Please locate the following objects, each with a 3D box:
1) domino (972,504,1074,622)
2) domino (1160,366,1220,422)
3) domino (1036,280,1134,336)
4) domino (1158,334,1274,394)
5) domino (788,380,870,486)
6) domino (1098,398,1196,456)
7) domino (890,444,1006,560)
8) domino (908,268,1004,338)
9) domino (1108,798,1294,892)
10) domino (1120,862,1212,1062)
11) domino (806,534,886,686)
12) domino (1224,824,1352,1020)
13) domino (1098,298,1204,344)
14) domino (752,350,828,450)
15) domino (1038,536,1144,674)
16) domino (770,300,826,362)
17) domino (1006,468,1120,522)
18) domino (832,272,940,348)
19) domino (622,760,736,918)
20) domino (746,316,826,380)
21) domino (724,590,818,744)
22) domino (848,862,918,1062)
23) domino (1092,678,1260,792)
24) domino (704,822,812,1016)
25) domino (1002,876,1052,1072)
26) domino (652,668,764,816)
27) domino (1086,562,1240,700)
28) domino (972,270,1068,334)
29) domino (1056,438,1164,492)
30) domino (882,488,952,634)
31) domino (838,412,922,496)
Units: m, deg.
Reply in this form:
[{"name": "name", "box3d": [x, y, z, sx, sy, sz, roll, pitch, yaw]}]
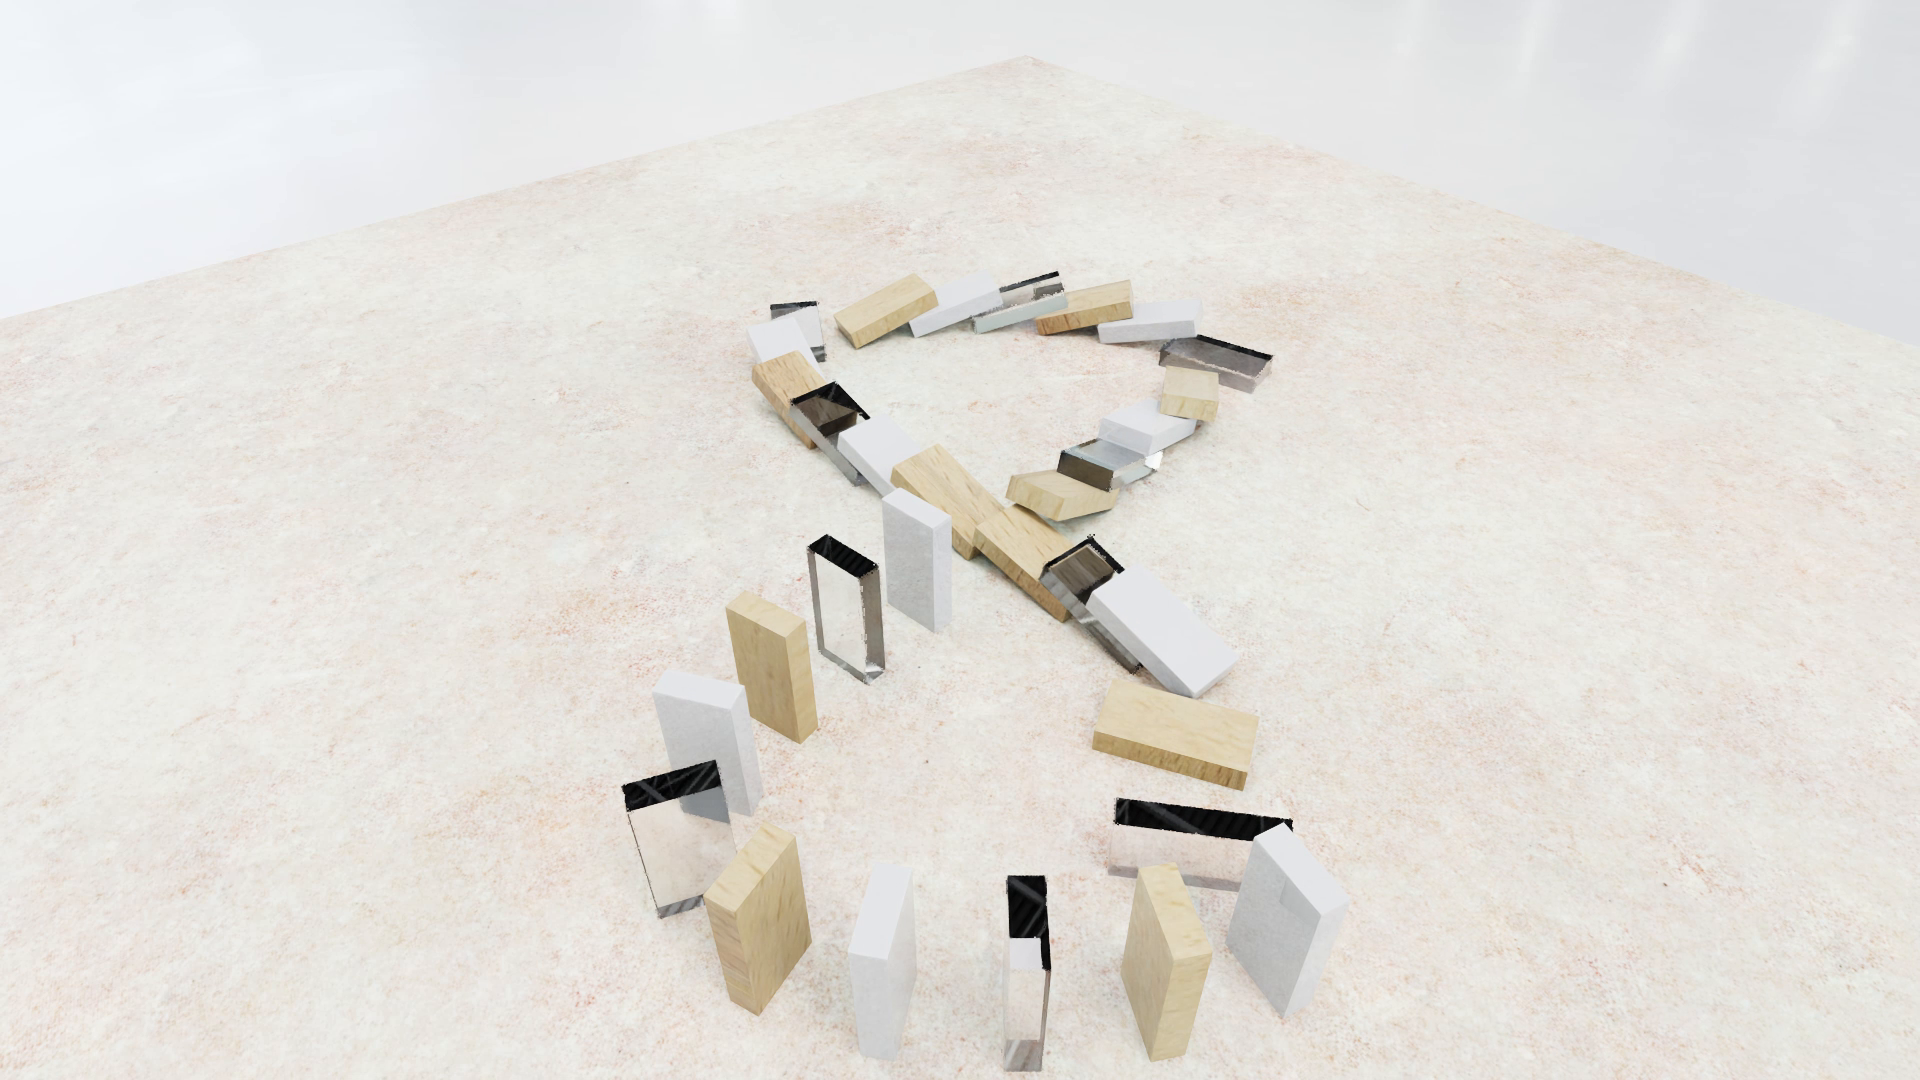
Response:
[{"name": "domino", "box3d": [0.031, 0.008, 0.427, 0.025, 0.010, 0.050, -31, 59, -32]}, {"name": "domino", "box3d": [0.108, -0.069, 0.517, 0.025, 0.009, 0.050, 10, 25, 8]}, {"name": "domino", "box3d": [0.066, -0.123, 0.583, 0.050, 0.010, 0.025, -8, 37, 16]}, {"name": "domino", "box3d": [0.129, -0.090, 0.554, 0.050, 0.010, 0.025, 23, 44, 25]}, {"name": "domino", "box3d": [-0.051, -0.048, 0.492, 0.025, 0.010, 0.050, -29, 64, -31]}, {"name": "domino", "box3d": [0.085, -0.052, 0.495, 0.025, 0.010, 0.050, 24, 28, 27]}, {"name": "domino", "box3d": [-0.003, -0.016, 0.453, 0.025, 0.010, 0.050, -30, 64, -32]}, {"name": "domino", "box3d": [-0.005, -0.127, 0.587, 0.050, 0.009, 0.025, -21, 41, 0]}, {"name": "domino", "box3d": [0.069, 0.090, 0.321, 0.050, 0.025, 0.009, 6, 40, 7]}, {"name": "domino", "box3d": [0.052, 0.108, 0.280, 0.009, 0.050, 0.025, -8, 40, -9]}, {"name": "domino", "box3d": [-0.039, 0.025, 0.381, 0.025, 0.050, 0.010, 29, 47, 31]}, {"name": "domino", "box3d": [0.085, 0.101, 0.289, 0.009, 0.050, 0.025, -18, 43, -21]}, {"name": "domino", "box3d": [0.100, -0.114, 0.573, 0.050, 0.010, 0.025, 0, 37, 24]}, {"name": "domino", "box3d": [-0.073, -0.066, 0.513, 0.025, 0.009, 0.050, -27, 63, -29]}, {"name": "domino", "box3d": [0.055, 0.023, 0.405, 0.025, 0.010, 0.050, -29, 63, -31]}, {"name": "domino", "box3d": [-0.085, -0.109, 0.576, 0.025, 0.009, 0.050, -7, 40, -8]}, {"name": "domino", "box3d": [0.043, -0.020, 0.451, 0.025, 0.009, 0.050, 26, 21, 28]}, {"name": "domino", "box3d": [-0.039, -0.122, 0.581, 0.050, 0.009, 0.025, -30, 44, -10]}, {"name": "domino", "box3d": [-0.077, 0.085, 0.308, 0.025, 0.050, 0.010, -13, 41, -16]}, {"name": "domino", "box3d": [-0.085, -0.087, 0.540, 0.025, 0.010, 0.050, -16, 57, -19]}, {"name": "domino", "box3d": [-0.061, 0.042, 0.360, 0.025, 0.050, 0.010, 23, 45, 26]}, {"name": "domino", "box3d": [-0.019, 0.108, 0.280, 0.009, 0.050, 0.025, 7, 40, 9]}, {"name": "domino", "box3d": [0.072, 0.064, 0.365, 0.050, 0.010, 0.025, 13, 41, 16]}, {"name": "domino", "box3d": [-0.052, 0.100, 0.289, 0.009, 0.050, 0.025, 19, 43, 22]}, {"name": "domino", "box3d": [0.016, 0.110, 0.277, 0.010, 0.050, 0.025, 0, 39, 0]}, {"name": "domino", "box3d": [-0.076, 0.062, 0.335, 0.025, 0.050, 0.010, 10, 40, 12]}, {"name": "domino", "box3d": [0.071, 0.033, 0.388, 0.025, 0.010, 0.050, -30, 63, -31]}, {"name": "domino", "box3d": [0.031, -0.127, 0.588, 0.050, 0.009, 0.025, -15, 39, 8]}, {"name": "domino", "box3d": [0.065, -0.034, 0.473, 0.025, 0.010, 0.050, 24, 26, 27]}, {"name": "domino", "box3d": [-0.015, 0.008, 0.402, 0.025, 0.050, 0.009, 30, 48, 31]}, {"name": "domino", "box3d": [-0.027, -0.032, 0.472, 0.025, 0.009, 0.050, -30, 64, -31]}]
